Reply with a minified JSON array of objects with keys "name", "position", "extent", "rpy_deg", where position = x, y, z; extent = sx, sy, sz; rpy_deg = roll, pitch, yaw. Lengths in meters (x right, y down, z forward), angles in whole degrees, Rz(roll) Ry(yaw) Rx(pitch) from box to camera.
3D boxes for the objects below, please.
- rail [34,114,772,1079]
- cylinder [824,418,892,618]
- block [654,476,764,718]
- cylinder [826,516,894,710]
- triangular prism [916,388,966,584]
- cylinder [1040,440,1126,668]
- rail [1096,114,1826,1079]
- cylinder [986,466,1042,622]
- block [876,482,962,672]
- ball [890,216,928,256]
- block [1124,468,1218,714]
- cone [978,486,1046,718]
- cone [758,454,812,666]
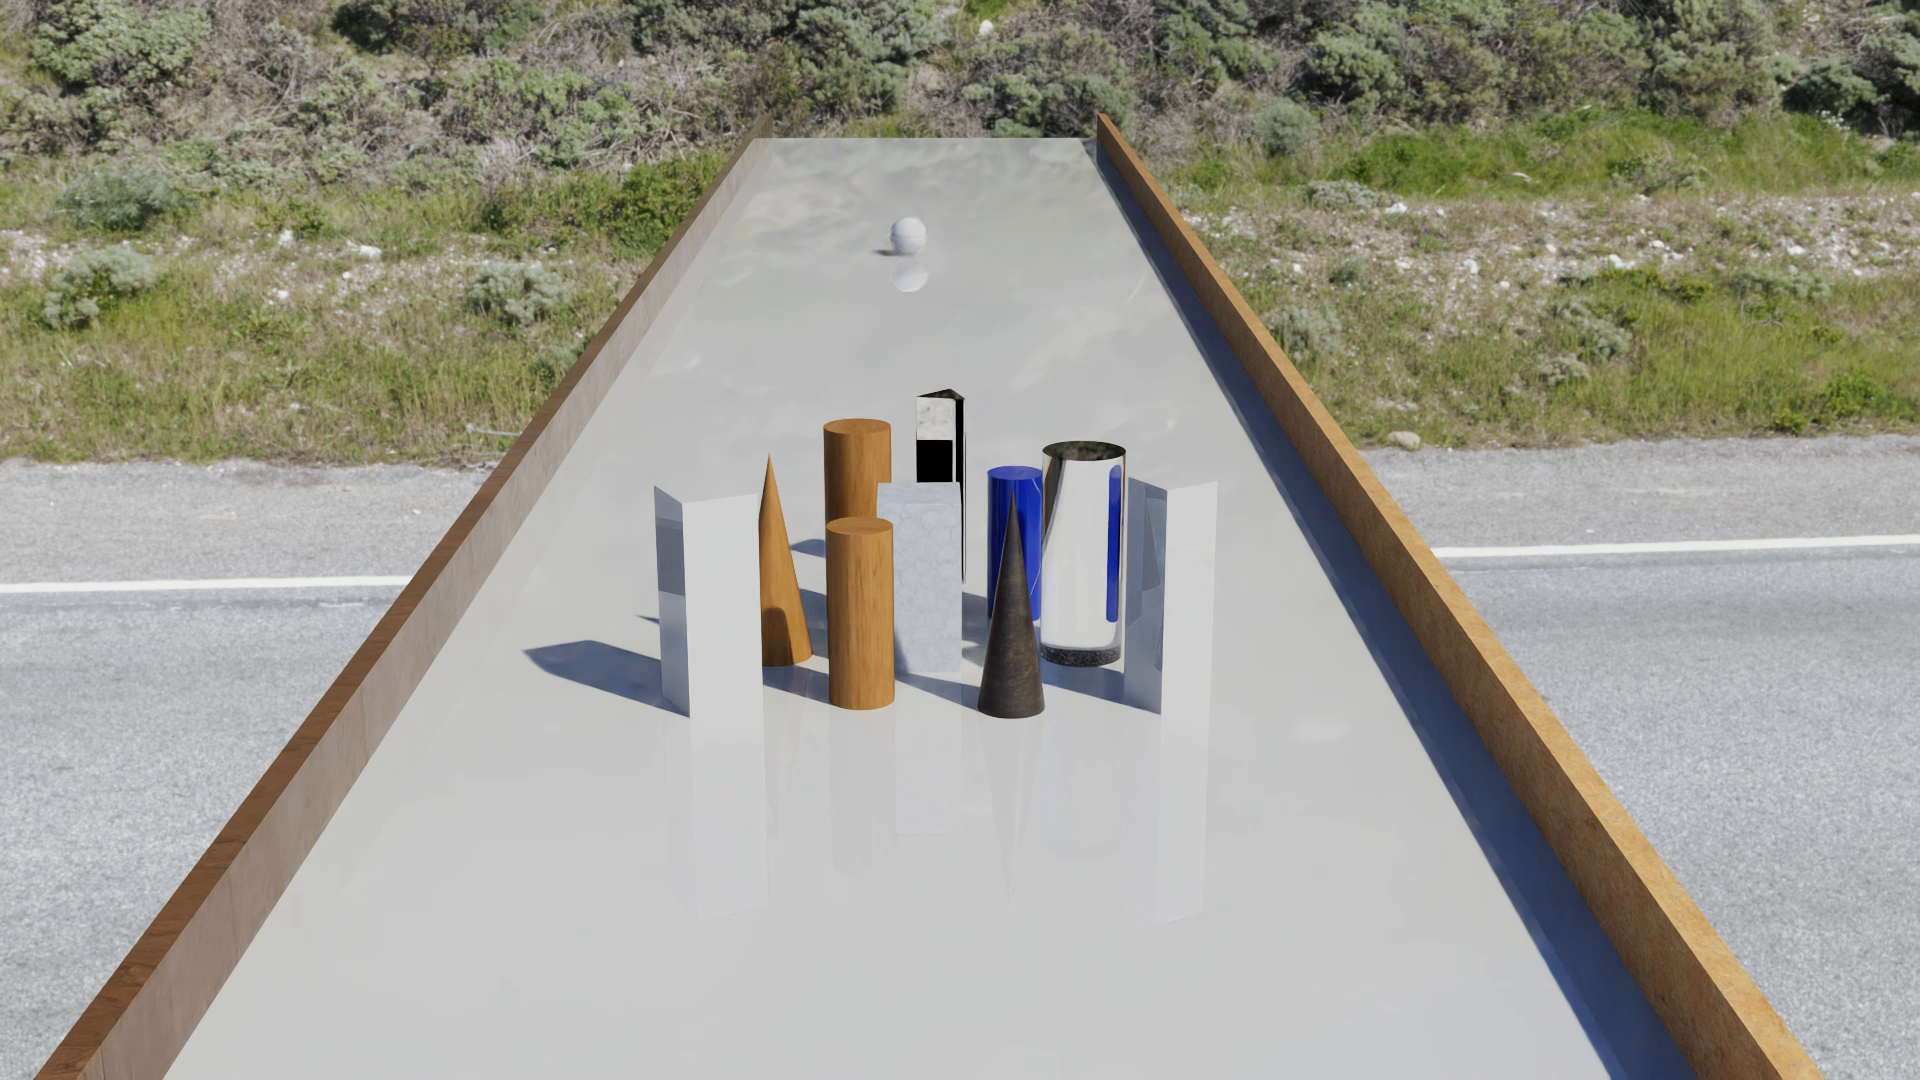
[{"name":"rail","position":[-1.118,-0.838,7.780],"extent":[0.050,0.150,12.000],"rpy_deg":[0,17,-1]},{"name":"cylinder","position":[-0.213,-0.037,4.619],"extent":[0.140,0.417,0.140],"rpy_deg":[0,17,0]},{"name":"block","position":[-0.473,0.105,4.143],"extent":[0.147,0.416,0.147],"rpy_deg":[-9,19,-27]},{"name":"cylinder","position":[-0.187,0.138,4.157],"extent":[0.125,0.345,0.125],"rpy_deg":[0,17,0]},{"name":"triangular prism","position":[-0.032,-0.121,4.894],"extent":[0.110,0.421,0.095],"rpy_deg":[4,17,12]},{"name":"cylinder","position":[0.245,0.027,4.393],"extent":[0.165,0.424,0.165],"rpy_deg":[0,17,0]},{"name":"rail","position":[0.932,-0.844,7.801],"extent":[0.050,0.150,12.000],"rpy_deg":[0,17,-1]},{"name":"cylinder","position":[0.115,0.009,4.645],"extent":[0.118,0.314,0.118],"rpy_deg":[0,17,0]},{"name":"block","position":[-0.081,0.074,4.374],"extent":[0.164,0.345,0.164],"rpy_deg":[0,17,-1]},{"name":"ball","position":[-0.217,-1.279,9.247],"extent":[0.161,0.161,0.161],"rpy_deg":[0,17,0]},{"name":"block","position":[0.394,0.096,4.139],"extent":[0.117,0.436,0.117],"rpy_deg":[-10,20,-31]},{"name":"cone","position":[0.097,0.107,4.104],"extent":[0.129,0.434,0.129],"rpy_deg":[0,17,0]},{"name":"cone","position":[-0.376,0.028,4.391],"extent":[0.155,0.422,0.155],"rpy_deg":[0,17,0]}]
